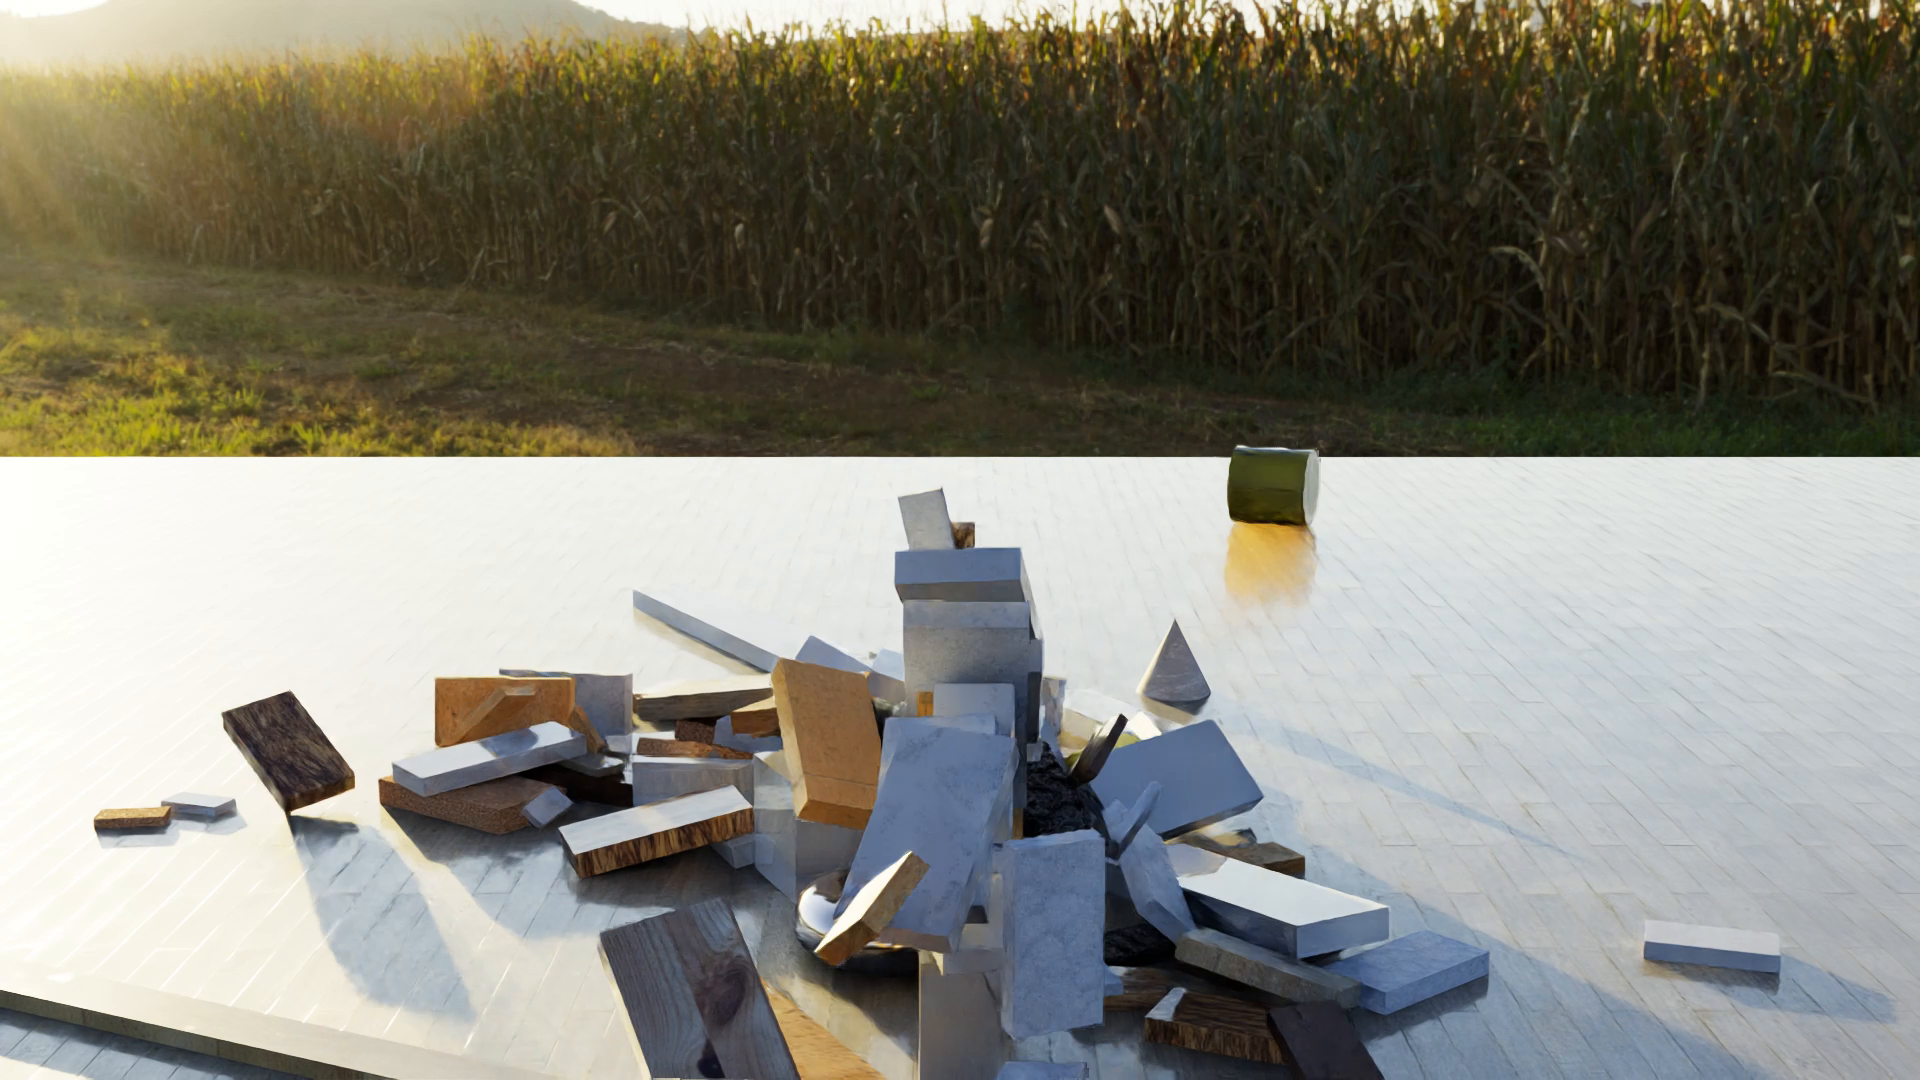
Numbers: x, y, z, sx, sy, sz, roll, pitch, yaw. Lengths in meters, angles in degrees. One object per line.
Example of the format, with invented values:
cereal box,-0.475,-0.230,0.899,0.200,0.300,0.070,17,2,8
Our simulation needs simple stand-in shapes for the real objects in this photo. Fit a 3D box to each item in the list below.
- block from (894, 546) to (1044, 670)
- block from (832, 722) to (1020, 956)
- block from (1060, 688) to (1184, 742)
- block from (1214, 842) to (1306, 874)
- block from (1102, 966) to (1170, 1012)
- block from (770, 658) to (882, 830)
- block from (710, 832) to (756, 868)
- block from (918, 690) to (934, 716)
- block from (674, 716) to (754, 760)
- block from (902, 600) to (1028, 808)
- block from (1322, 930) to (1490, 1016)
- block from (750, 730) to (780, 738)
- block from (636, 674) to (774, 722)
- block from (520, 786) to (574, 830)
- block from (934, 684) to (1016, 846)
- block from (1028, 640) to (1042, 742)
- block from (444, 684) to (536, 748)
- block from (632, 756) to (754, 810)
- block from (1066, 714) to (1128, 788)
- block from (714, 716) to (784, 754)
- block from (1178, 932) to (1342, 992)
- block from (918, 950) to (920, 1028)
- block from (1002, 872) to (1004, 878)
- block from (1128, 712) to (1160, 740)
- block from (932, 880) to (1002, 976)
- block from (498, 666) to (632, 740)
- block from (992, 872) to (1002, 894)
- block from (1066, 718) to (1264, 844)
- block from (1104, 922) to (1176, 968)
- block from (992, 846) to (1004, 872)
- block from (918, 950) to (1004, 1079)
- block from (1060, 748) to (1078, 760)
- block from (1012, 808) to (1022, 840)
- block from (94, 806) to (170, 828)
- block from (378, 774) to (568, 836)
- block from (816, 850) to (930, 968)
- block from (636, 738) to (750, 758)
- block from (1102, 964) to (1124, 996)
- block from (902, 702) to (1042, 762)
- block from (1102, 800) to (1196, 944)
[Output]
block,0.019,0.105,3.152,0.173,0.049,0.346,-2,-24,7
block,-0.040,0.381,2.840,0.154,0.044,0.308,6,50,18
block,0.304,0.378,4.596,0.172,0.049,0.344,0,10,-35
block,0.490,0.557,3.776,0.185,0.026,0.092,-5,12,-27
block,0.207,0.657,3.232,0.197,0.028,0.099,1,11,8
block,-0.210,0.334,3.609,0.158,0.045,0.316,14,37,-26
block,-0.294,0.502,3.900,0.280,0.040,0.140,-15,16,-22
block,-0.003,0.315,3.148,0.110,0.220,0.031,0,32,1
block,-0.349,0.403,4.340,0.393,0.047,0.164,13,10,13
block,0.011,0.242,3.166,0.173,0.396,0.049,0,45,1
block,0.665,0.644,3.285,0.247,0.035,0.123,-9,14,-40
block,-0.262,0.325,4.155,0.135,0.038,0.269,-23,-12,34
block,-0.452,0.306,4.308,0.329,0.047,0.164,-7,5,32
block,-0.756,0.489,4.022,0.049,0.014,0.097,40,30,8
block,0.017,0.310,3.034,0.110,0.221,0.031,0,-14,8
block,0.034,0.231,3.317,0.173,0.049,0.347,1,-22,1
block,-0.932,0.353,4.358,0.180,0.025,0.090,-42,-22,19
block,-0.481,0.462,4.038,0.235,0.117,0.033,1,11,4
block,0.194,0.297,3.097,0.056,0.016,0.112,-37,15,49
block,-0.287,0.391,4.208,0.329,0.047,0.164,13,10,14
block,0.462,0.628,3.369,0.246,0.035,0.123,-10,14,-43
block,-0.002,0.604,3.001,0.108,0.217,0.031,0,28,0
block,0.013,0.550,3.270,0.112,0.223,0.032,-1,0,-4
block,0.403,0.422,4.227,0.037,0.131,0.263,-39,13,0
block,0.010,0.500,2.866,0.108,0.031,0.217,-3,15,-11
block,-0.826,0.343,4.604,0.282,0.141,0.040,3,6,13
block,0.003,0.578,3.117,0.112,0.223,0.032,0,8,0
block,0.370,0.445,3.969,0.354,0.050,0.177,-12,60,-39
block,0.275,0.627,3.399,0.185,0.026,0.092,-6,12,-31
block,0.012,0.432,3.201,0.112,0.032,0.223,0,11,-1
block,0.002,0.629,2.869,0.108,0.217,0.031,-1,28,-3
block,0.229,0.444,4.389,0.171,0.024,0.086,7,12,31
block,0.031,0.476,3.555,0.133,0.266,0.038,-3,10,-13
block,-1.524,0.511,4.049,0.123,0.017,0.062,-2,11,-8
block,-0.916,0.480,4.132,0.334,0.047,0.167,8,13,35
block,-0.107,0.445,2.639,0.104,0.029,0.208,-51,1,-28
block,-0.513,0.408,4.204,0.117,0.033,0.235,15,-10,-33
block,0.187,0.636,3.218,0.063,0.018,0.127,-3,11,-16
block,0.016,0.311,3.591,0.133,0.038,0.266,-5,13,-23
block,0.296,0.520,3.427,0.034,0.119,0.239,-39,31,14
